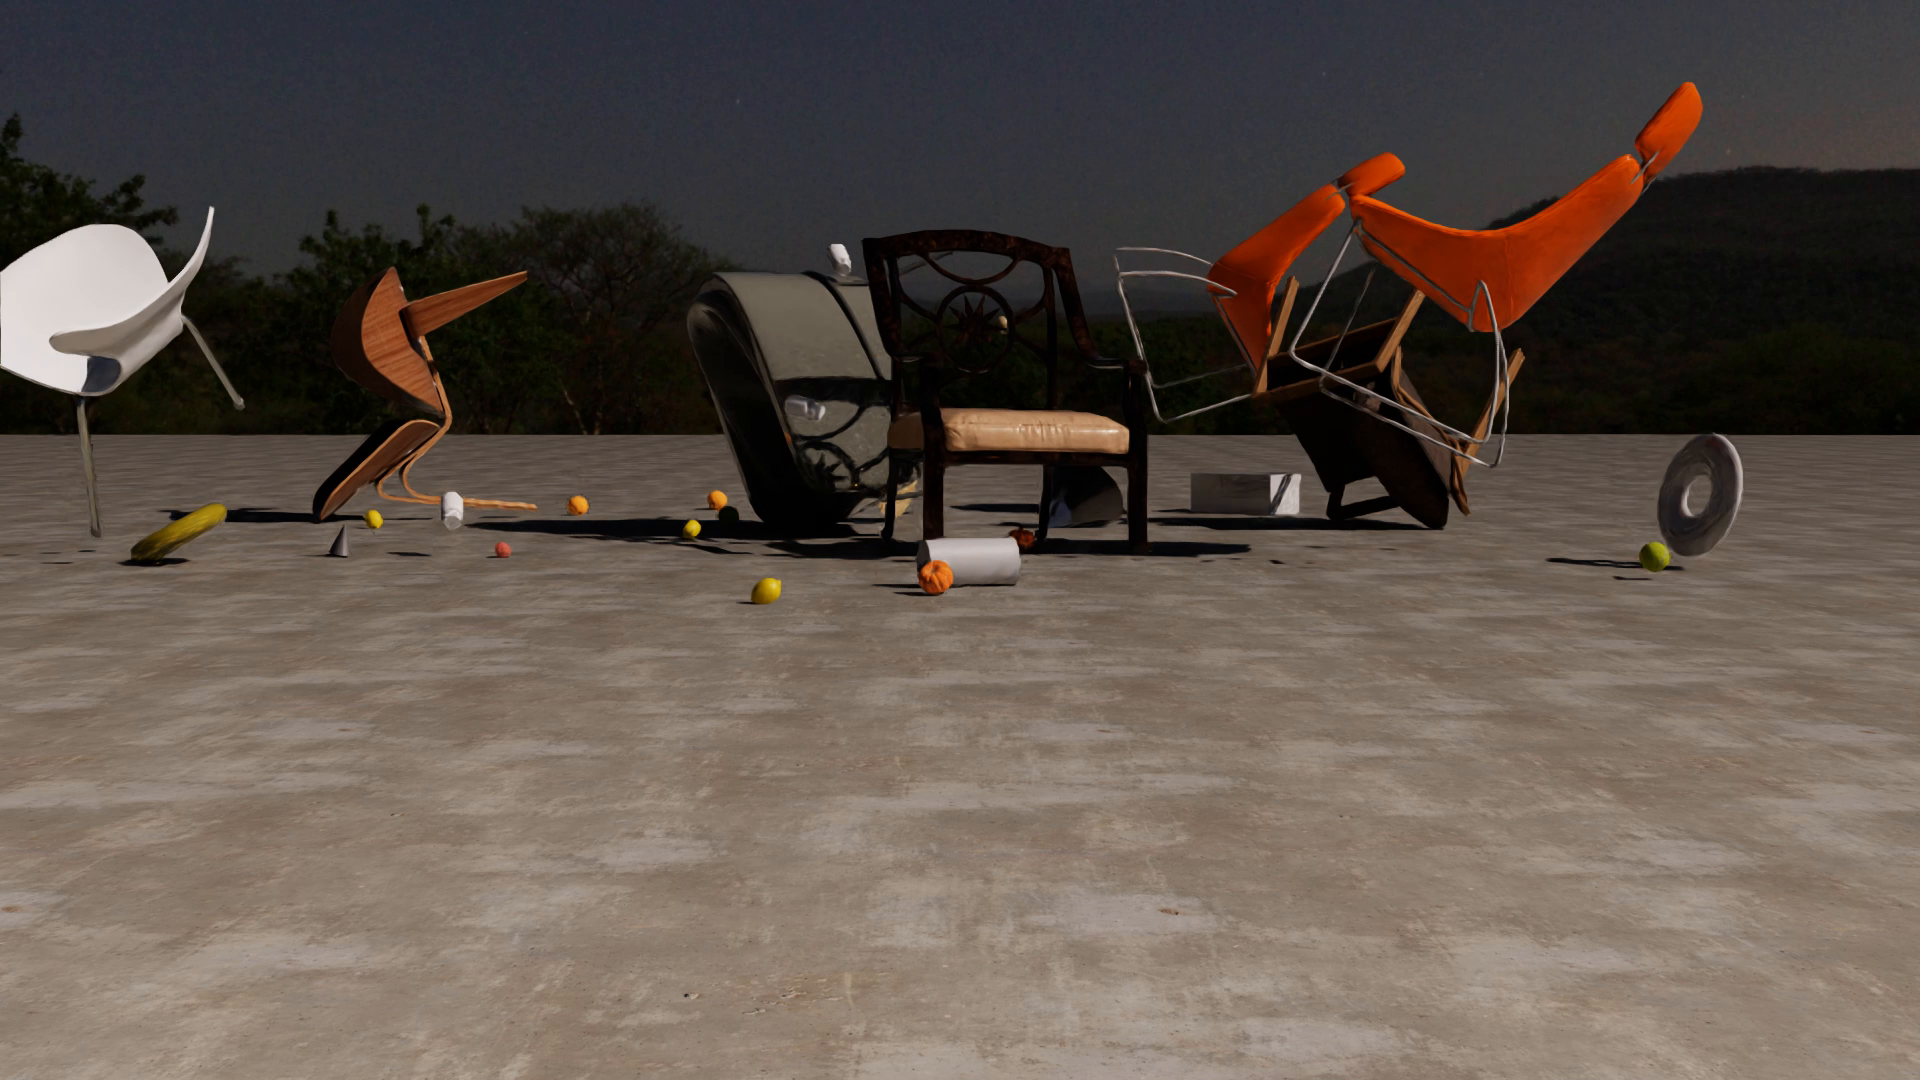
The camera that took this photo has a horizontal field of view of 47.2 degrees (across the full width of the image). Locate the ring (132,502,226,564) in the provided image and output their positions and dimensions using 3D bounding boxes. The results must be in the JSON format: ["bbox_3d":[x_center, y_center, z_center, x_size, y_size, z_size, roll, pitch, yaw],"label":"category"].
[{"bbox_3d":[-2.016,-0.017,5.677,0.272,0.063,0.257,-25,10,20],"label":"ring"}]

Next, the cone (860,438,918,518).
[{"bbox_3d":[-0.278,-0.220,7.506,0.150,0.289,0.263,8,-38,28],"label":"cone"}]

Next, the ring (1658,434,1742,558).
[{"bbox_3d":[1.867,-0.113,5.555,0.045,0.322,0.315,11,26,-18],"label":"ring"}]

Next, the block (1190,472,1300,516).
[{"bbox_3d":[1.036,-0.171,7.983,0.326,0.144,0.223,3,5,36],"label":"block"}]

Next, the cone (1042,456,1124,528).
[{"bbox_3d":[0.339,-0.098,7.131,0.312,0.267,0.234,7,37,46],"label":"cone"}]

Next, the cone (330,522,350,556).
[{"bbox_3d":[-1.660,-0.005,5.911,0.052,0.087,0.094,10,2,-34],"label":"cone"}]

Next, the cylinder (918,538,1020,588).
[{"bbox_3d":[0.020,0.051,5.010,0.219,0.109,0.085,-2,-1,-22],"label":"cylinder"}]

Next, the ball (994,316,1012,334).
[{"bbox_3d":[0.157,-0.775,7.915,0.064,0.064,0.064,0,4,0],"label":"ball"}]
